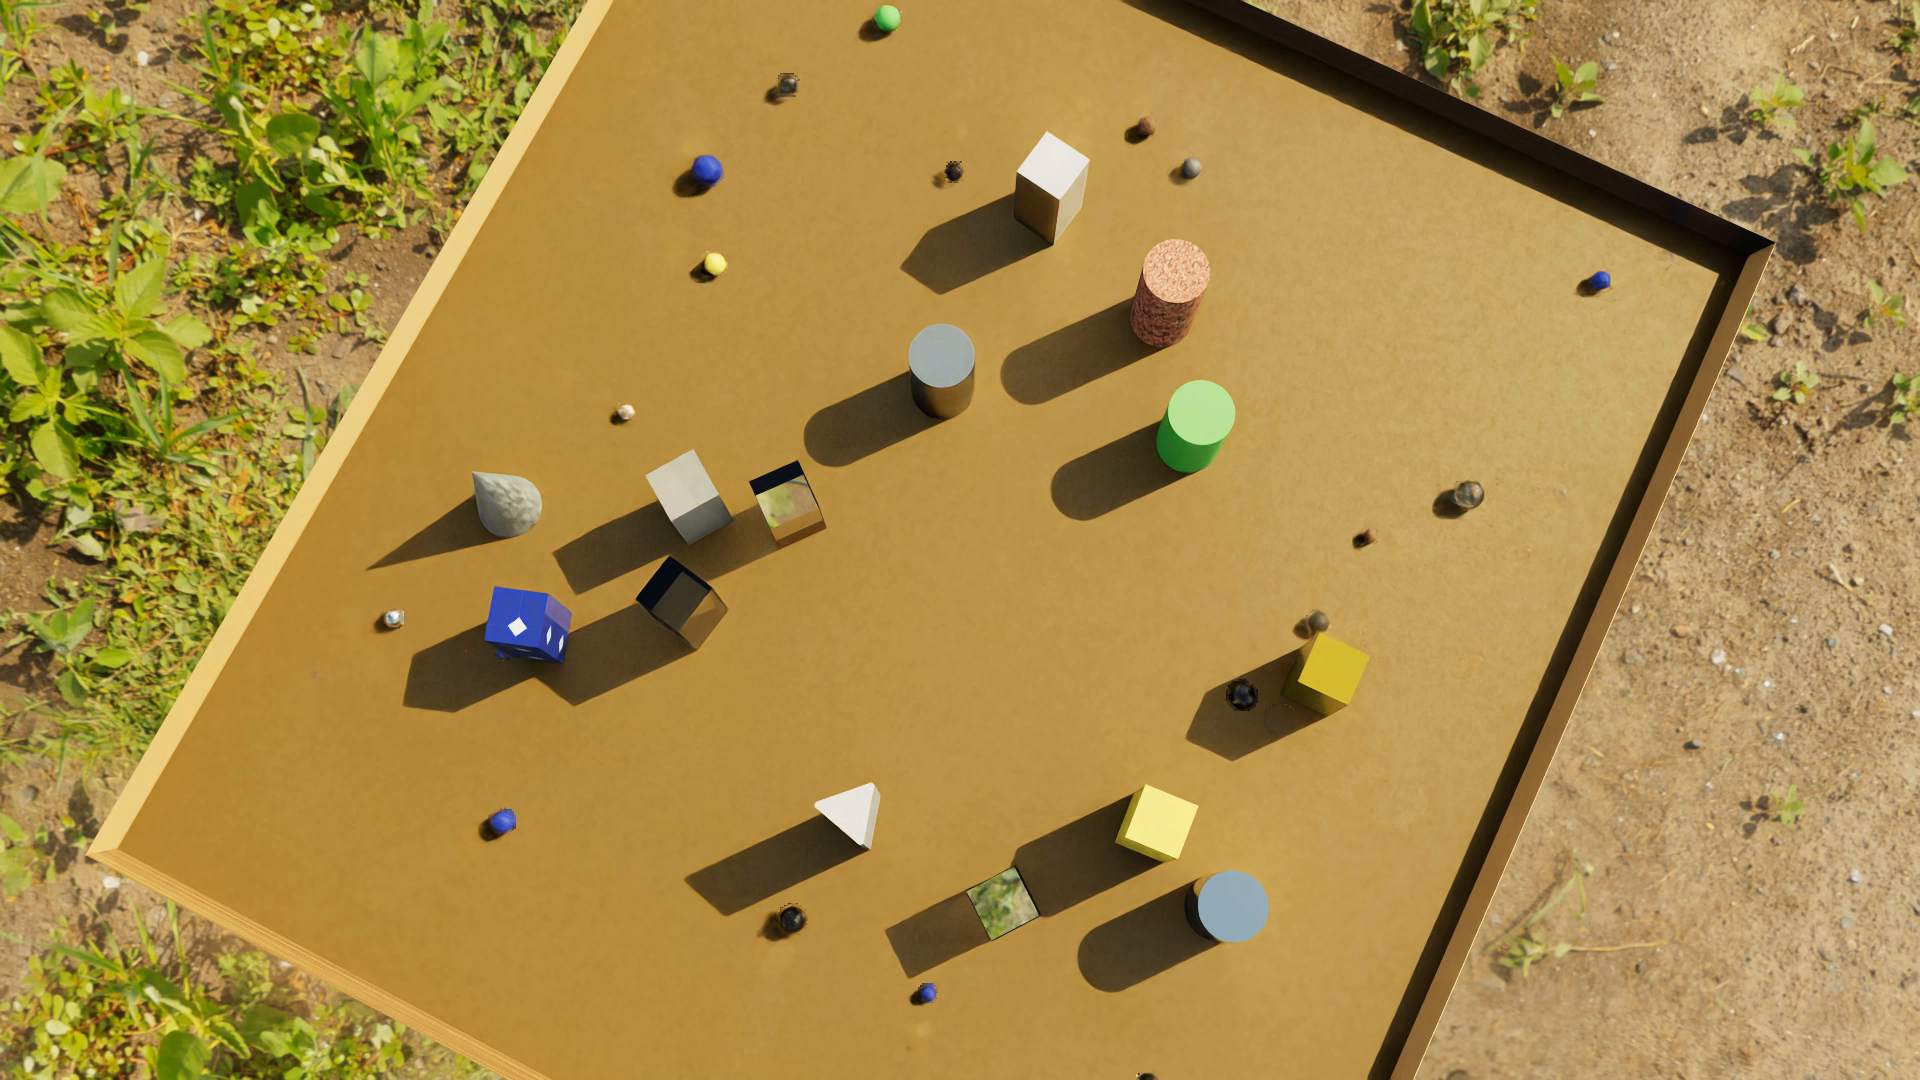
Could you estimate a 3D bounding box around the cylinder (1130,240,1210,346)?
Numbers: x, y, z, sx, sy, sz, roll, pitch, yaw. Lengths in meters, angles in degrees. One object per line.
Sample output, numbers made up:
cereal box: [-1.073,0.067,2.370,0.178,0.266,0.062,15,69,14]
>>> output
cylinder: [0.633,-0.743,5.556,0.196,0.420,0.196,0,78,0]

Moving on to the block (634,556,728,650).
block: [-0.812,0.189,5.384,0.157,0.379,0.157,36,81,7]

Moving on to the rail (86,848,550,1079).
rail: [-0.870,1.710,5.196,3.689,0.128,0.045,26,80,5]

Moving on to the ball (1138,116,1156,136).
ball: [0.598,-1.323,5.858,0.063,0.063,0.063,0,78,0]

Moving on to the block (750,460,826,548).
block: [-0.513,-0.103,5.489,0.157,0.291,0.157,-24,79,-5]

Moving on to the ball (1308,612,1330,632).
ball: [1.085,0.247,5.533,0.063,0.063,0.063,0,78,0]

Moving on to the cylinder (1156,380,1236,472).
cylinder: [0.705,-0.338,5.514,0.196,0.339,0.196,0,78,0]

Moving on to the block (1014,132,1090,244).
block: [0.278,-1.080,5.650,0.157,0.373,0.157,35,80,7]

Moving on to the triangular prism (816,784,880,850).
triangular prism: [-0.287,0.767,5.239,0.170,0.429,0.147,40,81,8]

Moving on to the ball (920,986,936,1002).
ball: [-0.092,1.317,5.320,0.047,0.047,0.047,0,78,0]

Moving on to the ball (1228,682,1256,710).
ball: [0.845,0.466,5.478,0.082,0.082,0.082,0,78,0]

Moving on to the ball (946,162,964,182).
ball: [-0.018,-1.171,5.828,0.060,0.060,0.060,0,78,0]

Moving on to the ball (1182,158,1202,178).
ball: [0.738,-1.185,5.830,0.062,0.062,0.062,0,78,0]

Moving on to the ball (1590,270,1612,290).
ball: [2.013,-0.815,5.755,0.060,0.060,0.060,0,78,0]

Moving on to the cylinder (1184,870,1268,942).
cylinder: [0.757,1.047,5.234,0.196,0.326,0.196,0,78,0]

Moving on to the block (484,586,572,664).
block: [-1.267,0.253,5.394,0.157,0.334,0.157,8,78,2]

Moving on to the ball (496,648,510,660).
ball: [-1.376,0.339,5.520,0.043,0.043,0.043,0,78,0]

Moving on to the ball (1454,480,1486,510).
ball: [1.558,-0.139,5.599,0.090,0.090,0.090,0,78,0]

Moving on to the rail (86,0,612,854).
rail: [-1.628,-0.791,5.714,0.045,0.128,3.937,26,80,5]

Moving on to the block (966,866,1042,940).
block: [0.124,1.046,5.273,0.157,0.249,0.157,-27,80,-5]

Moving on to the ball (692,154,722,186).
ball: [-0.801,-1.173,5.809,0.098,0.098,0.098,0,78,0]

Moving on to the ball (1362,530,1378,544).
ball: [1.251,-0.011,5.597,0.044,0.044,0.044,0,78,0]

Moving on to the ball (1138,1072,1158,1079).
ball: [0.542,1.563,5.259,0.067,0.067,0.067,0,78,0]

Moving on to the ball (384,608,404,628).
ball: [-1.713,0.236,5.538,0.058,0.058,0.058,0,78,0]

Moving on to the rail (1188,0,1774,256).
rail: [0.870,-1.696,5.902,3.689,0.128,0.045,26,80,5]

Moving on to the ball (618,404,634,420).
ball: [-1.033,-0.396,5.674,0.048,0.048,0.048,0,78,0]

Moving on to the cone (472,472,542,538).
cone: [-1.384,-0.149,5.416,0.196,0.454,0.196,0,78,0]

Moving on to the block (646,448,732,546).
block: [-0.802,-0.124,5.463,0.157,0.350,0.157,-30,80,-6]

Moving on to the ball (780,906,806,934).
ball: [-0.488,1.108,5.347,0.078,0.078,0.078,0,78,0]

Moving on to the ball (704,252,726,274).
ball: [-0.771,-0.868,5.761,0.069,0.069,0.069,0,78,0]

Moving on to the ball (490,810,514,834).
ball: [-1.351,0.833,5.409,0.070,0.070,0.070,0,78,0]

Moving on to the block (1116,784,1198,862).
block: [0.561,0.818,5.264,0.157,0.359,0.157,22,79,4]

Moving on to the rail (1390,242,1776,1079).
rail: [1.628,0.804,5.384,0.045,0.128,3.937,26,80,5]

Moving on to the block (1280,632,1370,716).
block: [1.068,0.398,5.381,0.157,0.300,0.157,25,79,5]

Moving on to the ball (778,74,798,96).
ball: [-0.552,-1.459,5.885,0.067,0.067,0.067,0,78,0]

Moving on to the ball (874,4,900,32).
ball: [-0.235,-1.686,5.923,0.083,0.083,0.083,0,78,0]

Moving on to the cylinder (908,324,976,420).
cylinder: [-0.053,-0.506,5.545,0.196,0.345,0.196,0,78,0]
